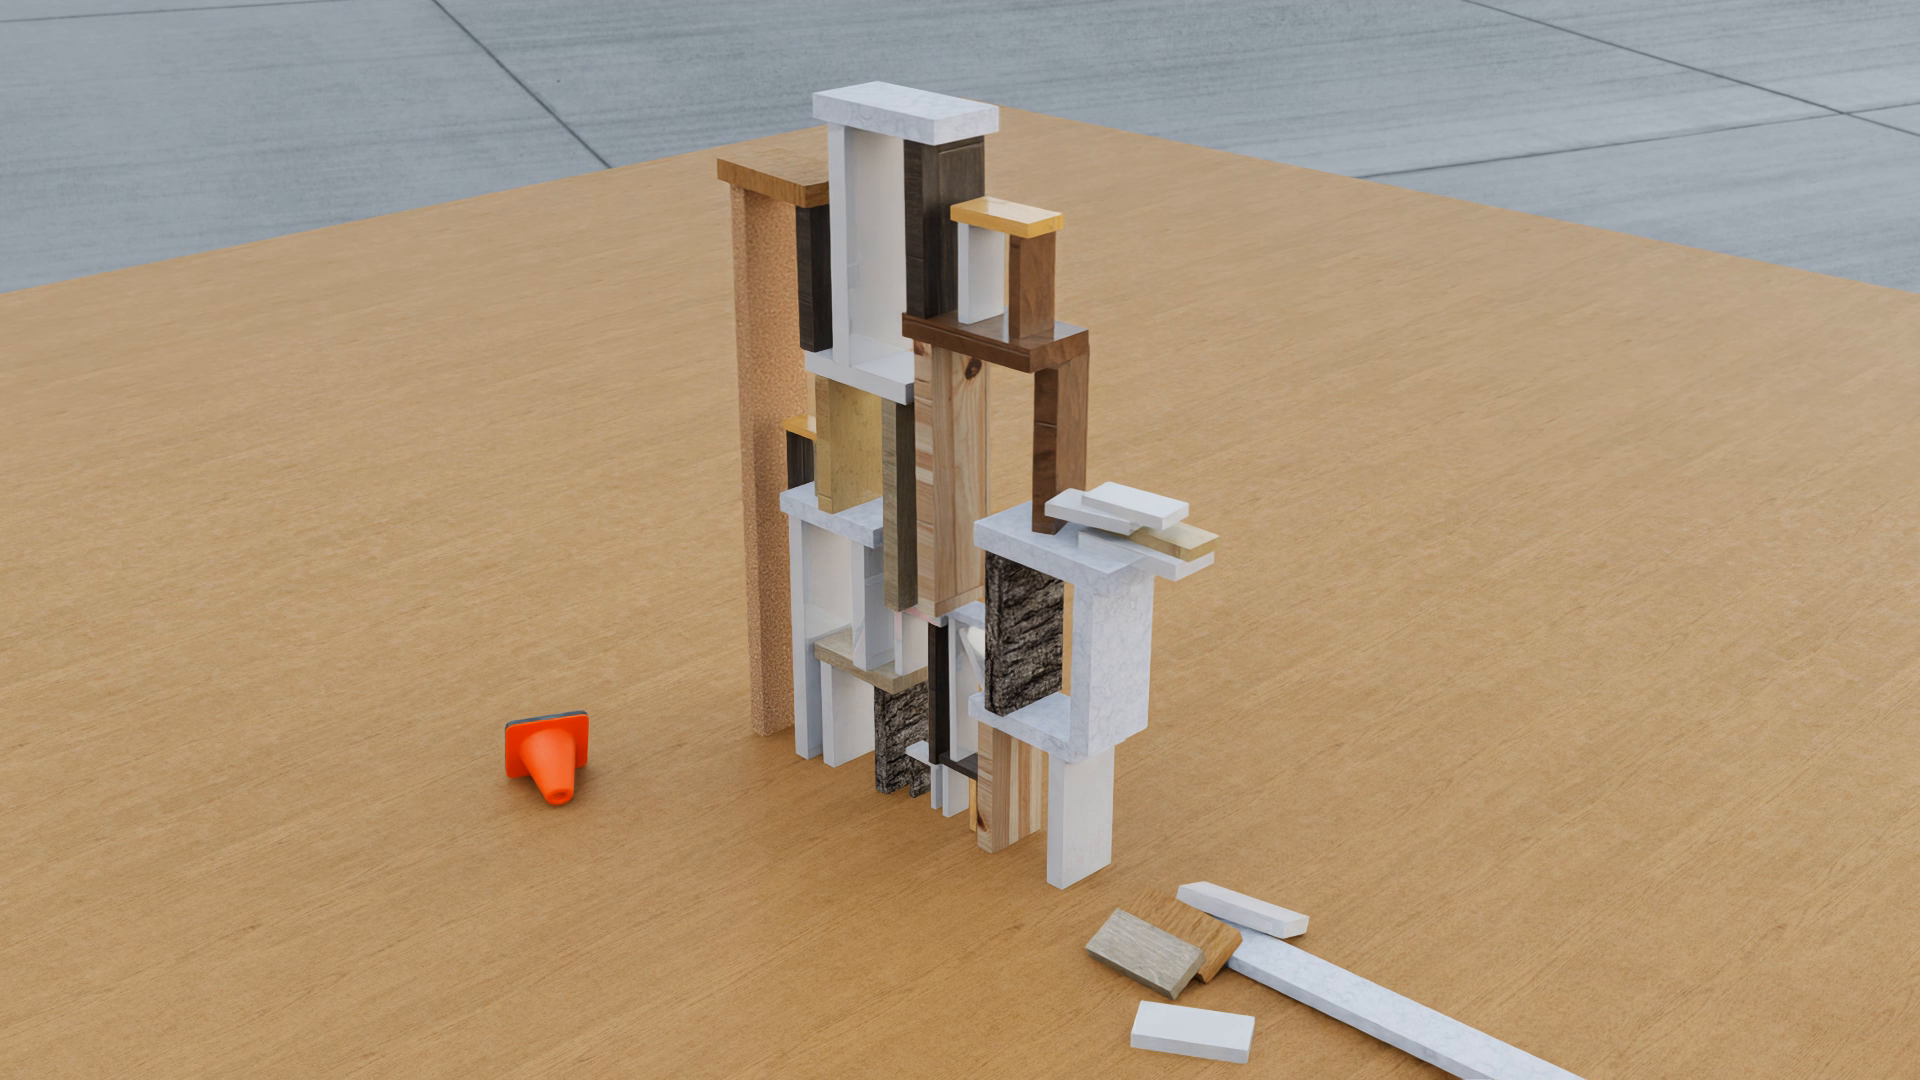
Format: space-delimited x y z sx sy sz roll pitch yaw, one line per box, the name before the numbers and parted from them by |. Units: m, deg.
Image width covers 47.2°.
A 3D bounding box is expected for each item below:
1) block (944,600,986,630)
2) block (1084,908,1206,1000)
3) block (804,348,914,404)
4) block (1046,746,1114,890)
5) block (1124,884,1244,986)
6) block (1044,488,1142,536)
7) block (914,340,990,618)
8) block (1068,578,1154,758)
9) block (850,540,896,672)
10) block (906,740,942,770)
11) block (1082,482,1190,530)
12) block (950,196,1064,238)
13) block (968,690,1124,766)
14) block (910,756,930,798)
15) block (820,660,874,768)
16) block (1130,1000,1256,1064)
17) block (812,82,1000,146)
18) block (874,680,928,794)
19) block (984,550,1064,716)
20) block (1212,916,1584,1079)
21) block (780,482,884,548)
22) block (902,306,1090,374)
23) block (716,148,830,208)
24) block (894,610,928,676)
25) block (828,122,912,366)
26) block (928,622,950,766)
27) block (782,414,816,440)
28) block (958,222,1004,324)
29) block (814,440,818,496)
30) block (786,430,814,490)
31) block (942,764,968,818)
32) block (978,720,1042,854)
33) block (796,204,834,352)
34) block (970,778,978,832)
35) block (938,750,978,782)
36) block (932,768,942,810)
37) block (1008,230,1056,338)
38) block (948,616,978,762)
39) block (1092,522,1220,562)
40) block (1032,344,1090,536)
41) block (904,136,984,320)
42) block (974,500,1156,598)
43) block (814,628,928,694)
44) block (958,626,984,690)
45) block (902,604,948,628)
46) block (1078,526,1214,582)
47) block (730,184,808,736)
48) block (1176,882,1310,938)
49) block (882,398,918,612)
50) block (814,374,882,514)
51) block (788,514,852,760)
block | 0.037 0.145 4.253 0.127 0.018 0.063 20 30 40
block | 0.331 0.739 3.933 0.198 0.028 0.099 21 55 40
block | -0.151 -0.330 4.241 0.143 0.040 0.285 -21 31 -40
block | 0.230 0.514 4.192 0.140 0.280 0.040 -21 31 -40
block | 0.391 0.713 3.983 0.220 0.031 0.110 22 57 42
block | 0.247 -0.051 3.926 0.171 0.024 0.085 14 27 30
block | -0.012 -0.131 4.179 0.045 0.549 0.158 20 30 40
block | 0.276 0.216 4.012 0.165 0.330 0.047 -21 31 -40
block | -0.152 0.113 4.438 0.140 0.279 0.040 -20 30 -39
block | -0.061 0.437 4.470 0.048 0.014 0.095 -21 31 -40
block | 0.309 -0.061 3.886 0.171 0.024 0.086 17 28 34
block | 0.083 -0.571 3.889 0.185 0.026 0.093 20 30 39
block | 0.164 0.340 4.191 0.140 0.040 0.280 -21 31 -40
block | -0.082 0.478 4.512 0.014 0.095 0.048 21 31 41
block | -0.234 0.348 4.633 0.120 0.239 0.034 -21 30 -40
block | 0.397 0.839 3.748 0.198 0.028 0.099 6 24 13
block | -0.101 -0.778 3.998 0.162 0.046 0.323 -21 30 -40
block | -0.120 0.393 4.528 0.120 0.239 0.034 -21 31 -41
block | 0.122 0.154 4.158 0.165 0.330 0.047 -21 31 -40
block | 0.844 0.852 3.652 0.099 0.028 1.145 -21 28 -40
block | -0.219 -0.059 4.434 0.279 0.040 0.140 21 31 41
block | 0.062 -0.377 3.996 0.317 0.045 0.158 20 31 40
block | -0.324 -0.702 4.248 0.149 0.042 0.298 -18 29 -35
block | -0.097 0.194 4.417 0.073 0.147 0.021 -21 31 -40
block | -0.169 -0.572 4.165 0.162 0.464 0.046 -21 30 -40
block | -0.030 0.297 4.385 0.073 0.311 0.021 -21 31 -40
block | -0.297 -0.226 4.447 0.060 0.017 0.121 -21 30 -40
block | 0.038 -0.491 3.970 0.026 0.185 0.093 20 31 40
block | -0.267 -0.151 4.447 0.060 0.121 0.017 -21 31 -40
block | -0.326 0.098 4.617 0.017 0.712 0.060 21 31 41
block | -0.008 0.497 4.440 0.059 0.117 0.017 -21 31 -41
block | 0.098 0.463 4.312 0.140 0.280 0.040 -21 31 -41
block | -0.245 -0.526 4.271 0.149 0.298 0.042 -21 30 -40
block | 0.046 0.518 4.390 0.058 0.117 0.017 -21 30 -40
block | 0.019 0.446 4.388 0.058 0.017 0.117 -21 31 -40
block | -0.037 0.496 4.471 0.048 0.095 0.014 -21 31 -40
block | 0.127 -0.458 3.891 0.026 0.185 0.093 20 31 39
block | 0.008 0.286 4.344 0.018 0.313 0.063 20 30 40
block | 0.327 -0.023 3.921 0.282 0.024 0.086 21 31 41
block | 0.184 -0.186 4.009 0.045 0.317 0.158 10 25 22
block | -0.027 -0.579 4.001 0.046 0.323 0.162 20 30 40
block | 0.200 0.012 4.010 0.165 0.047 0.330 -21 31 -40
block | -0.176 0.245 4.526 0.120 0.034 0.239 -21 31 -40
block | 0.047 0.223 4.284 0.063 0.127 0.018 -21 -2 -42
block | -0.063 0.131 4.351 0.073 0.021 0.147 -21 31 -40
block | 0.330 0.013 3.908 0.220 0.031 0.110 20 30 39
block | -0.384 -0.159 4.580 0.149 1.215 0.042 -21 31 -41
block | 0.522 0.682 4.062 0.220 0.031 0.110 15 5 31
block | -0.084 -0.085 4.273 0.143 0.436 0.040 -21 31 -40
block | -0.218 -0.207 4.367 0.143 0.285 0.040 -21 31 -41
block | -0.286 0.187 4.612 0.140 0.552 0.040 -21 31 -40
